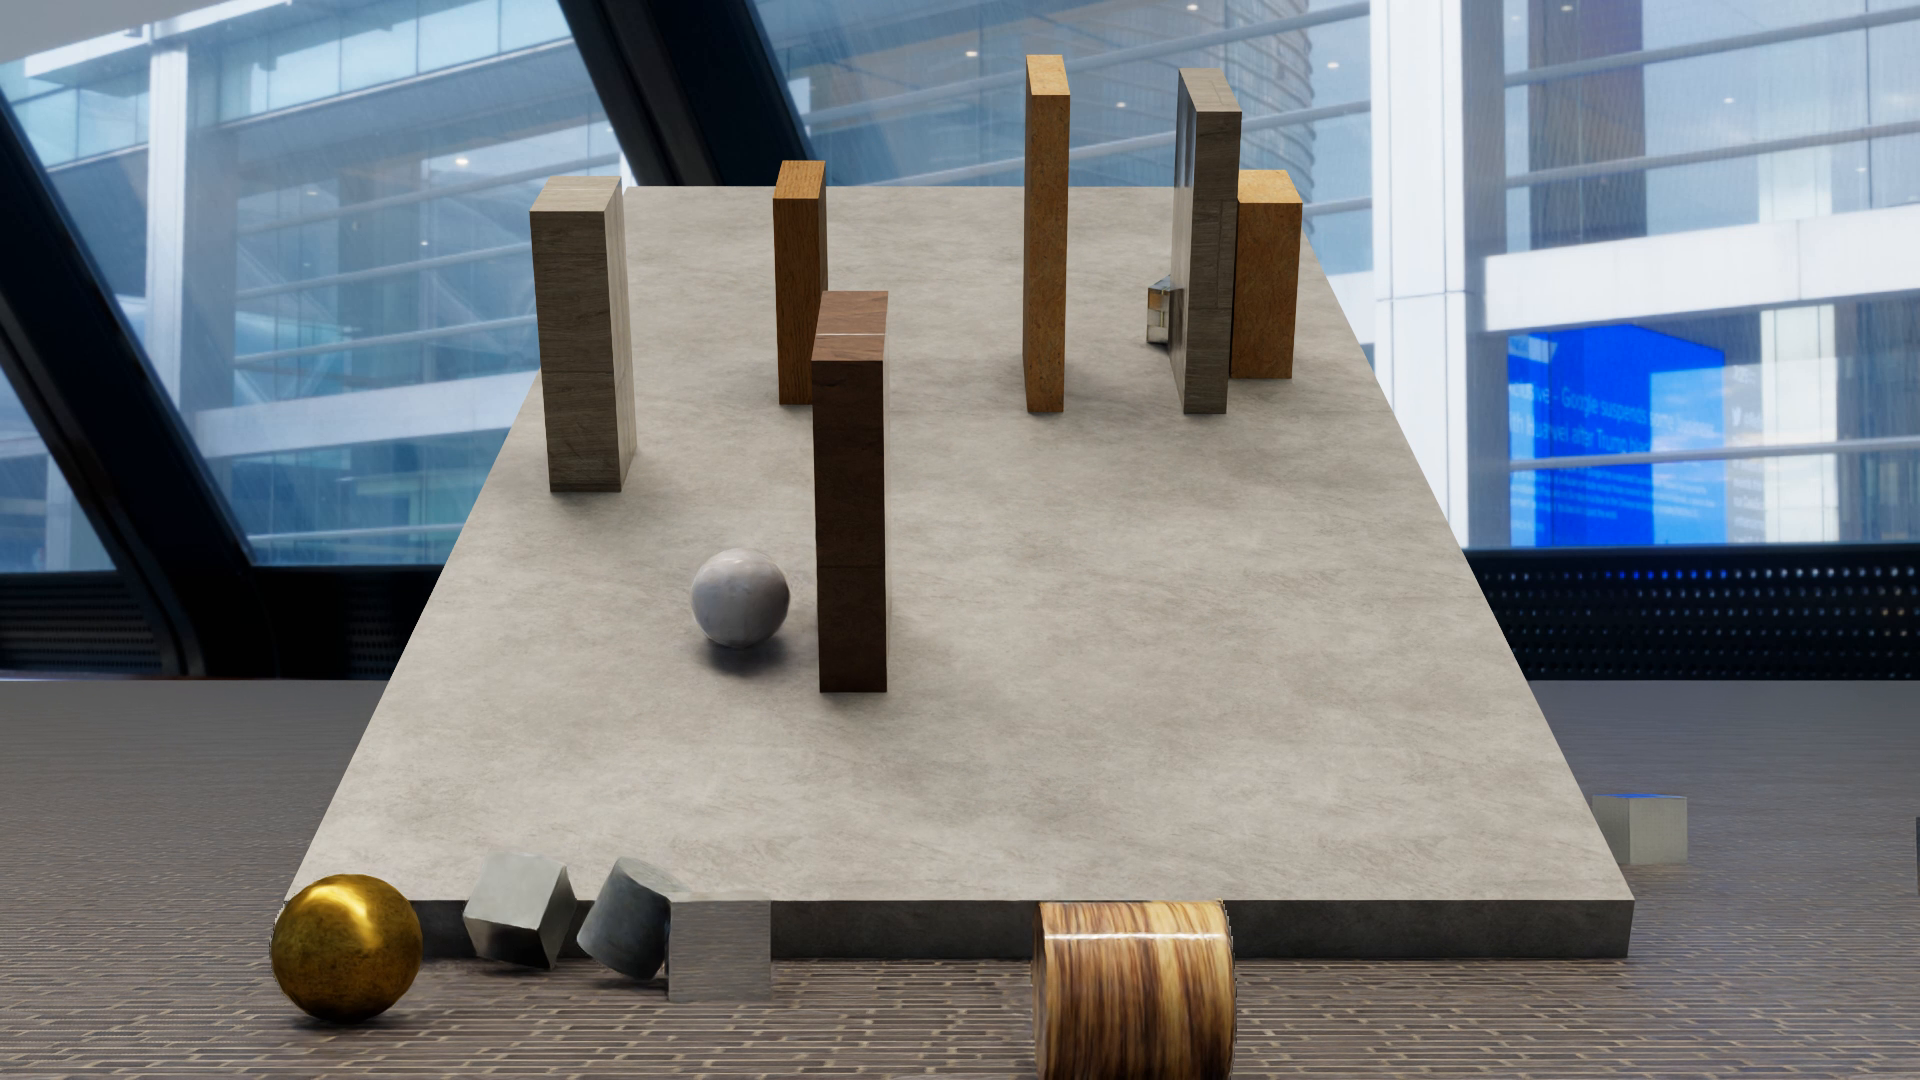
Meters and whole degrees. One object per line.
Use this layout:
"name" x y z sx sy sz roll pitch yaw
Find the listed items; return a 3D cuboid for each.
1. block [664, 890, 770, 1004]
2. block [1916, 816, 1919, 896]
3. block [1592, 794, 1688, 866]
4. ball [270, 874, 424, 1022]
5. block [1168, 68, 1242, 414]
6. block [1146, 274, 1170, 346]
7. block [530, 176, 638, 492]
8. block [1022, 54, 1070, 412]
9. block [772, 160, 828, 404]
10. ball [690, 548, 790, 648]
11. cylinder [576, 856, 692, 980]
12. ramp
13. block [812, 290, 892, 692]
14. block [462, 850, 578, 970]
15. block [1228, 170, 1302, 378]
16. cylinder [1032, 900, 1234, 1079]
"block" -0.321 0.535 3.065 0.130 0.130 0.130 1 -3 -10
"block" 1.927 0.602 4.400 0.151 0.151 0.151 2 -4 -26
"block" 1.537 0.653 5.254 0.148 0.148 0.148 1 -3 -17
"ball" -0.748 0.498 2.836 0.180 0.180 0.180 0 -3 0
"block" 0.559 -0.695 5.362 0.098 0.698 0.431 0 24 0
"block" 0.558 -0.566 5.760 0.142 0.142 0.142 13 27 27
"block" -0.785 -0.432 4.874 0.149 0.606 0.270 0 24 0
"block" 0.195 -0.709 5.352 0.083 0.731 0.407 0 24 0
"block" -0.367 -0.602 5.407 0.101 0.488 0.329 0 24 0
"ball" -0.396 0.105 4.185 0.180 0.180 0.180 0 -3 0
"cylinder" -0.444 0.518 3.182 0.121 0.121 0.121 28 4 -2
"ramp" -0.008 -0.228 5.289 2.000 0.100 4.000 0 24 0
"block" -0.186 -0.089 4.093 0.117 0.611 0.374 0 24 0
"block" -0.628 0.529 3.322 0.112 0.112 0.112 9 -39 10
"block" 0.716 -0.640 5.572 0.145 0.429 0.295 0 24 0
"cylinder" 0.174 0.467 2.394 0.186 0.186 0.186 0 -3 -3
